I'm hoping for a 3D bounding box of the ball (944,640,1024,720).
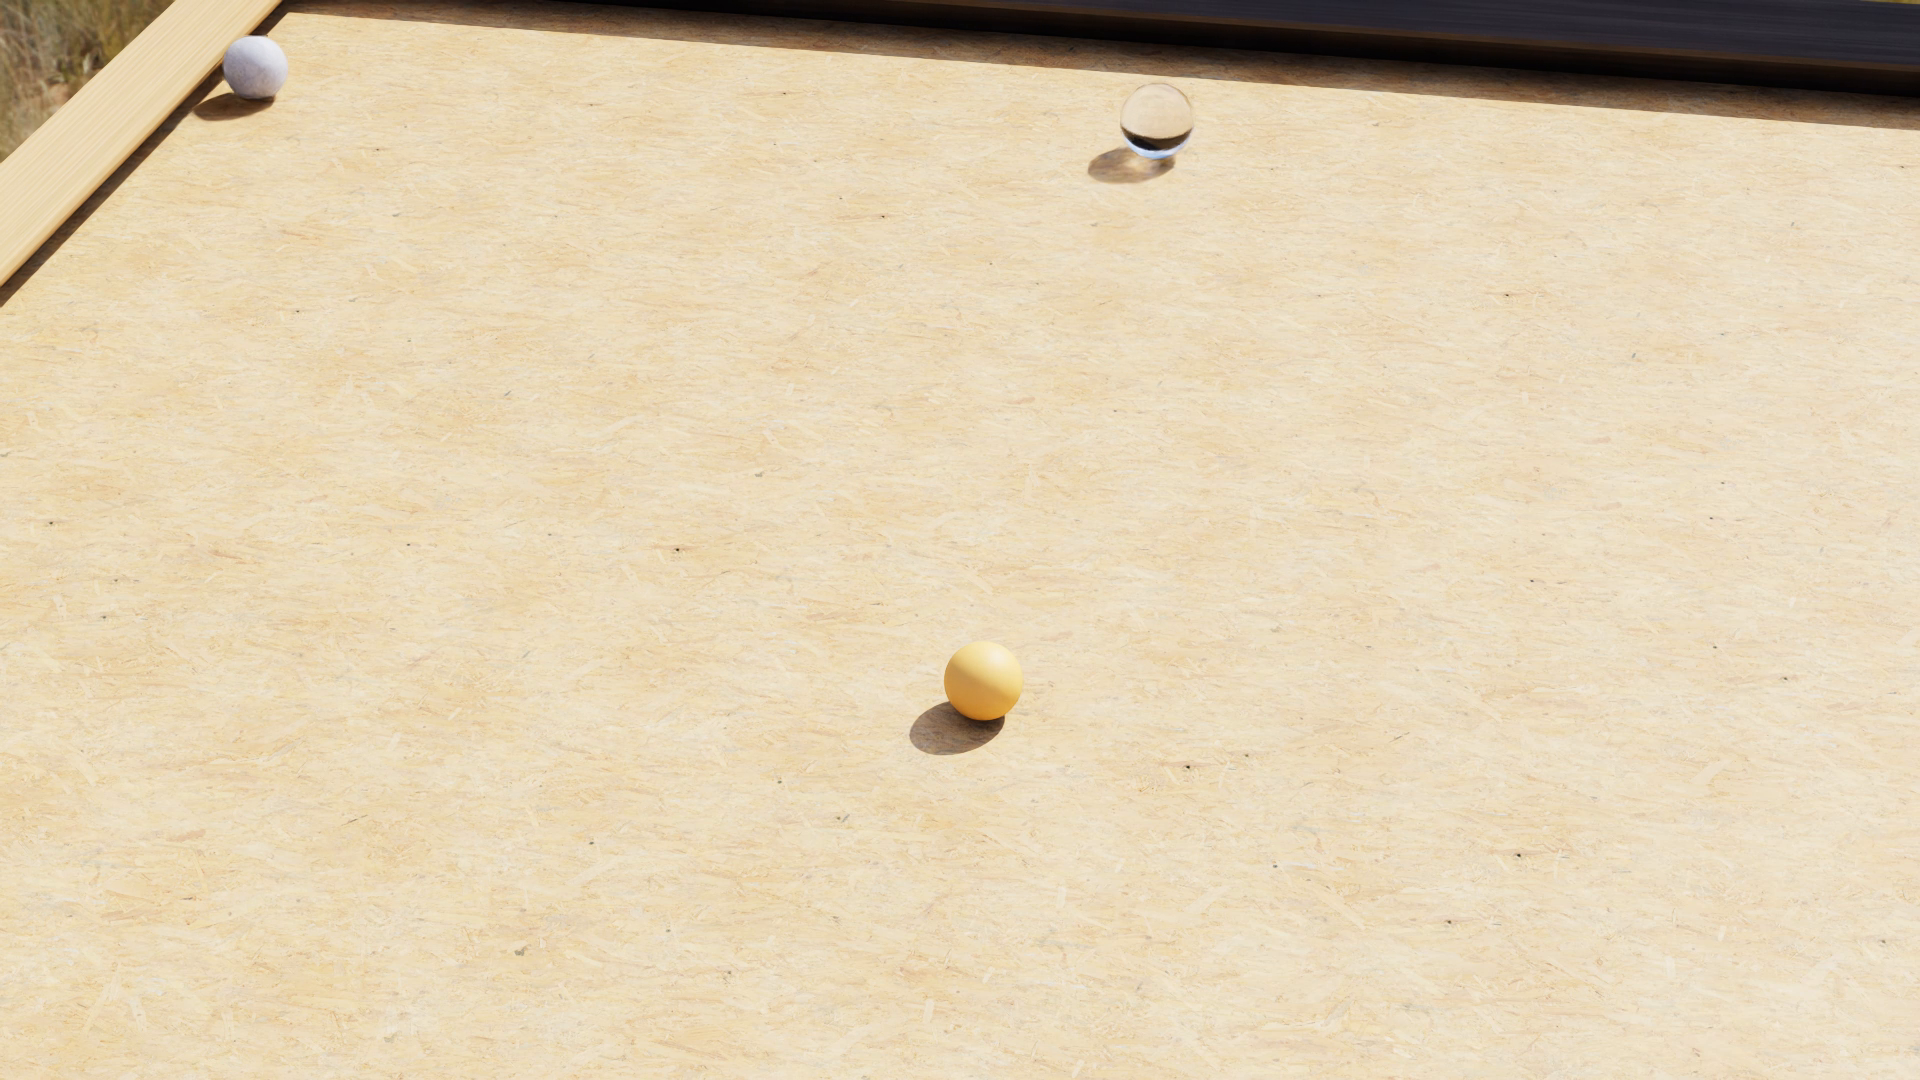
[{"bbox_3d":[0.016,0.096,1.750,0.054,0.054,0.054,0,35,0],"label":"ball"}]

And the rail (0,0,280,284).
[{"bbox_3d":[-0.873,-0.100,1.995,0.045,0.097,1.968,6,35,8],"label":"rail"}]

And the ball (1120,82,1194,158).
[{"bbox_3d":[0.188,-0.401,2.452,0.072,0.072,0.072,0,35,0],"label":"ball"}]

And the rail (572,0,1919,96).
[{"bbox_3d":[1.061,-0.463,2.519,3.638,0.097,0.045,6,35,8],"label":"rail"}]

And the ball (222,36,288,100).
[{"bbox_3d":[-0.703,-0.471,2.561,0.063,0.063,0.063,0,35,0],"label":"ball"}]
